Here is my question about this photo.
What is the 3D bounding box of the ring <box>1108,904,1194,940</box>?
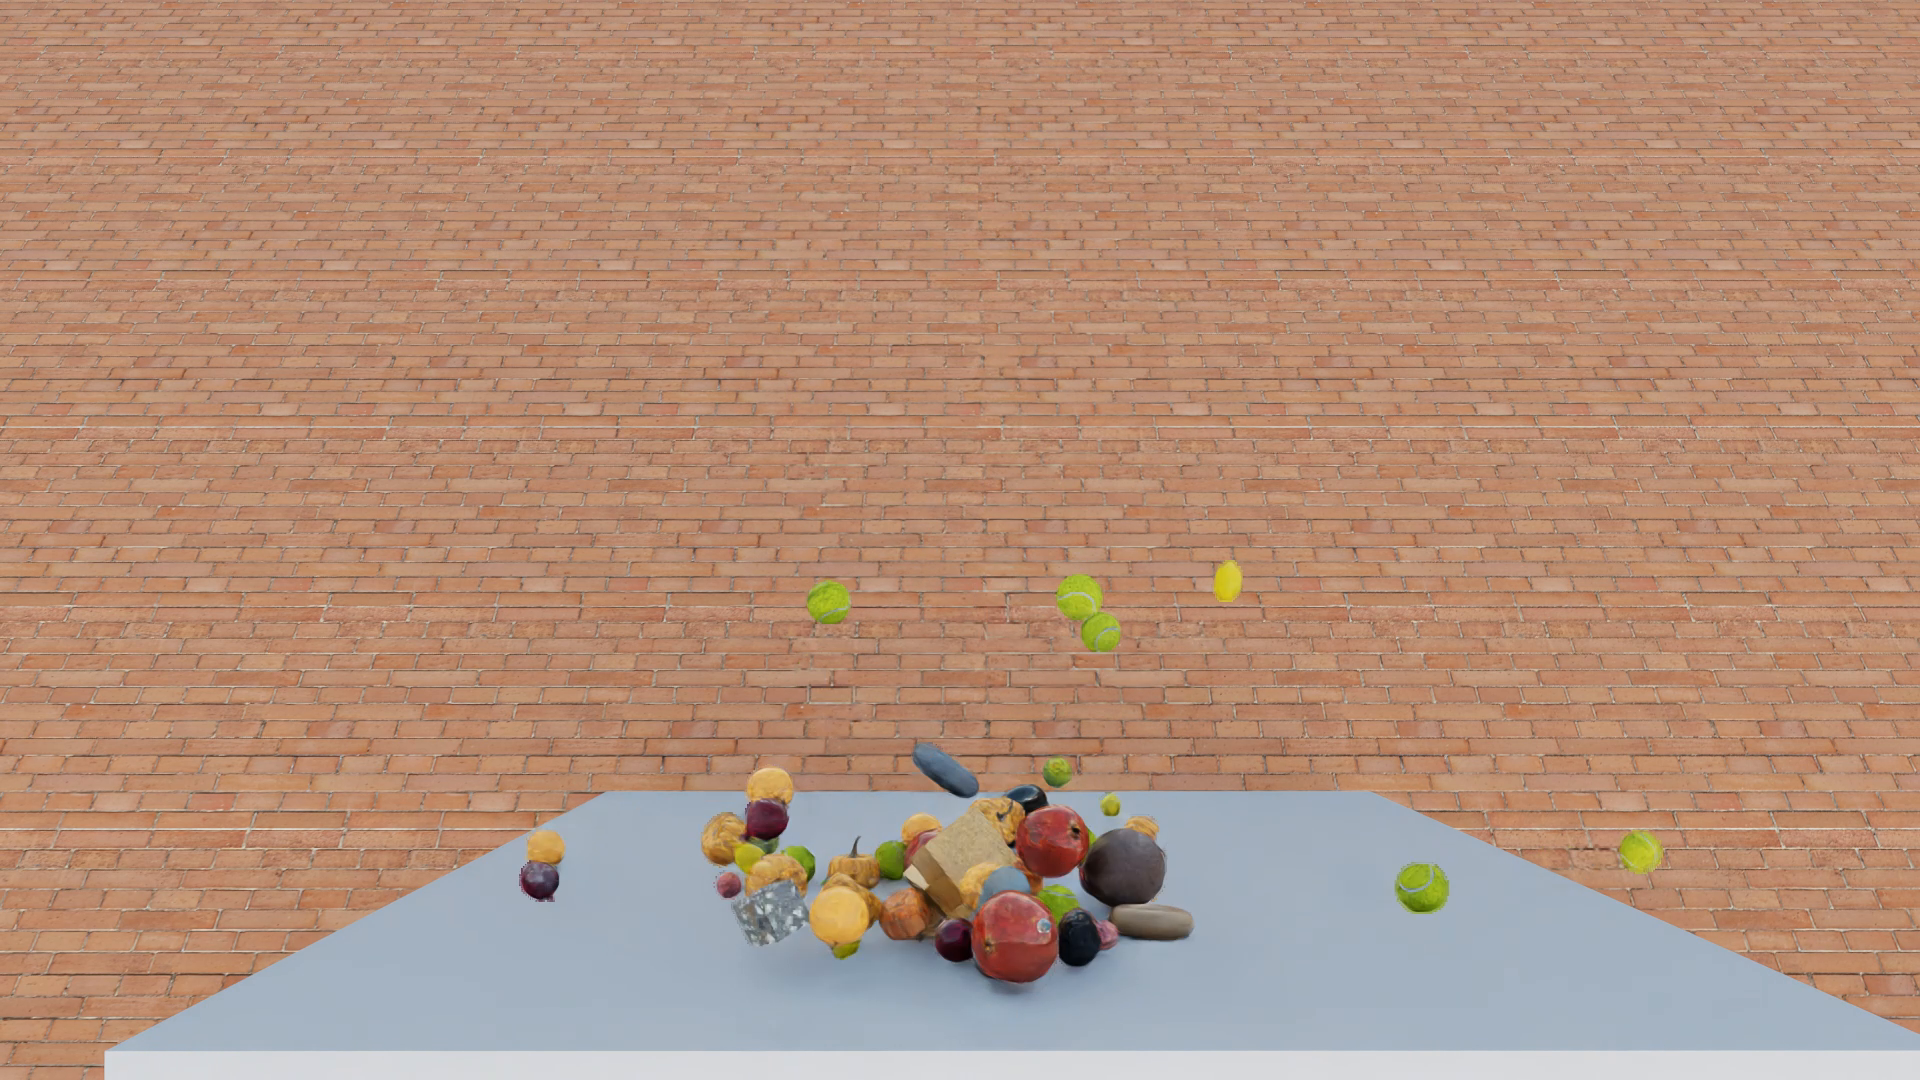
[{"bbox_3d":[0.279,0.557,3.788,0.127,0.042,0.127,4,-2,0],"label":"ring"}]

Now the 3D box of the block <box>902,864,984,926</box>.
[{"bbox_3d":[-0.015,0.487,3.716,0.080,0.080,0.080,-45,25,-12],"label":"block"}]

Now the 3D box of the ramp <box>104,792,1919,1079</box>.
[{"bbox_3d":[0.076,0.655,4.802,2.000,0.100,4.000,0,-2,0],"label":"ramp"}]

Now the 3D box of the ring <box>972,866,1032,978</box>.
[{"bbox_3d":[0.054,0.499,3.385,0.050,0.149,0.149,12,33,-12],"label":"ring"}]

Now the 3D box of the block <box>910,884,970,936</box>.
[{"bbox_3d":[-0.028,0.538,3.813,0.080,0.080,0.080,0,-3,5],"label":"block"}]

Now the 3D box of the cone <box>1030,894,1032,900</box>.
[{"bbox_3d":[0.063,0.569,4.060,0.072,0.072,0.072,29,42,-31],"label":"cone"}]

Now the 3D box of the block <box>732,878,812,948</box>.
[{"bbox_3d":[-0.249,0.496,3.452,0.063,0.063,0.063,-27,3,-41],"label":"block"}]

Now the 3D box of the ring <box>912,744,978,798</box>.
[{"bbox_3d":[-0.024,0.374,4.203,0.123,0.123,0.041,36,91,41],"label":"ring"}]

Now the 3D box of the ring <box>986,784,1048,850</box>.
[{"bbox_3d":[0.110,0.543,5.092,0.149,0.149,0.050,-25,49,-32],"label":"ring"}]

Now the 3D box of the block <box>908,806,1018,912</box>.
[{"bbox_3d":[0.004,0.444,3.617,0.095,0.095,0.095,-36,84,-22],"label":"block"}]
